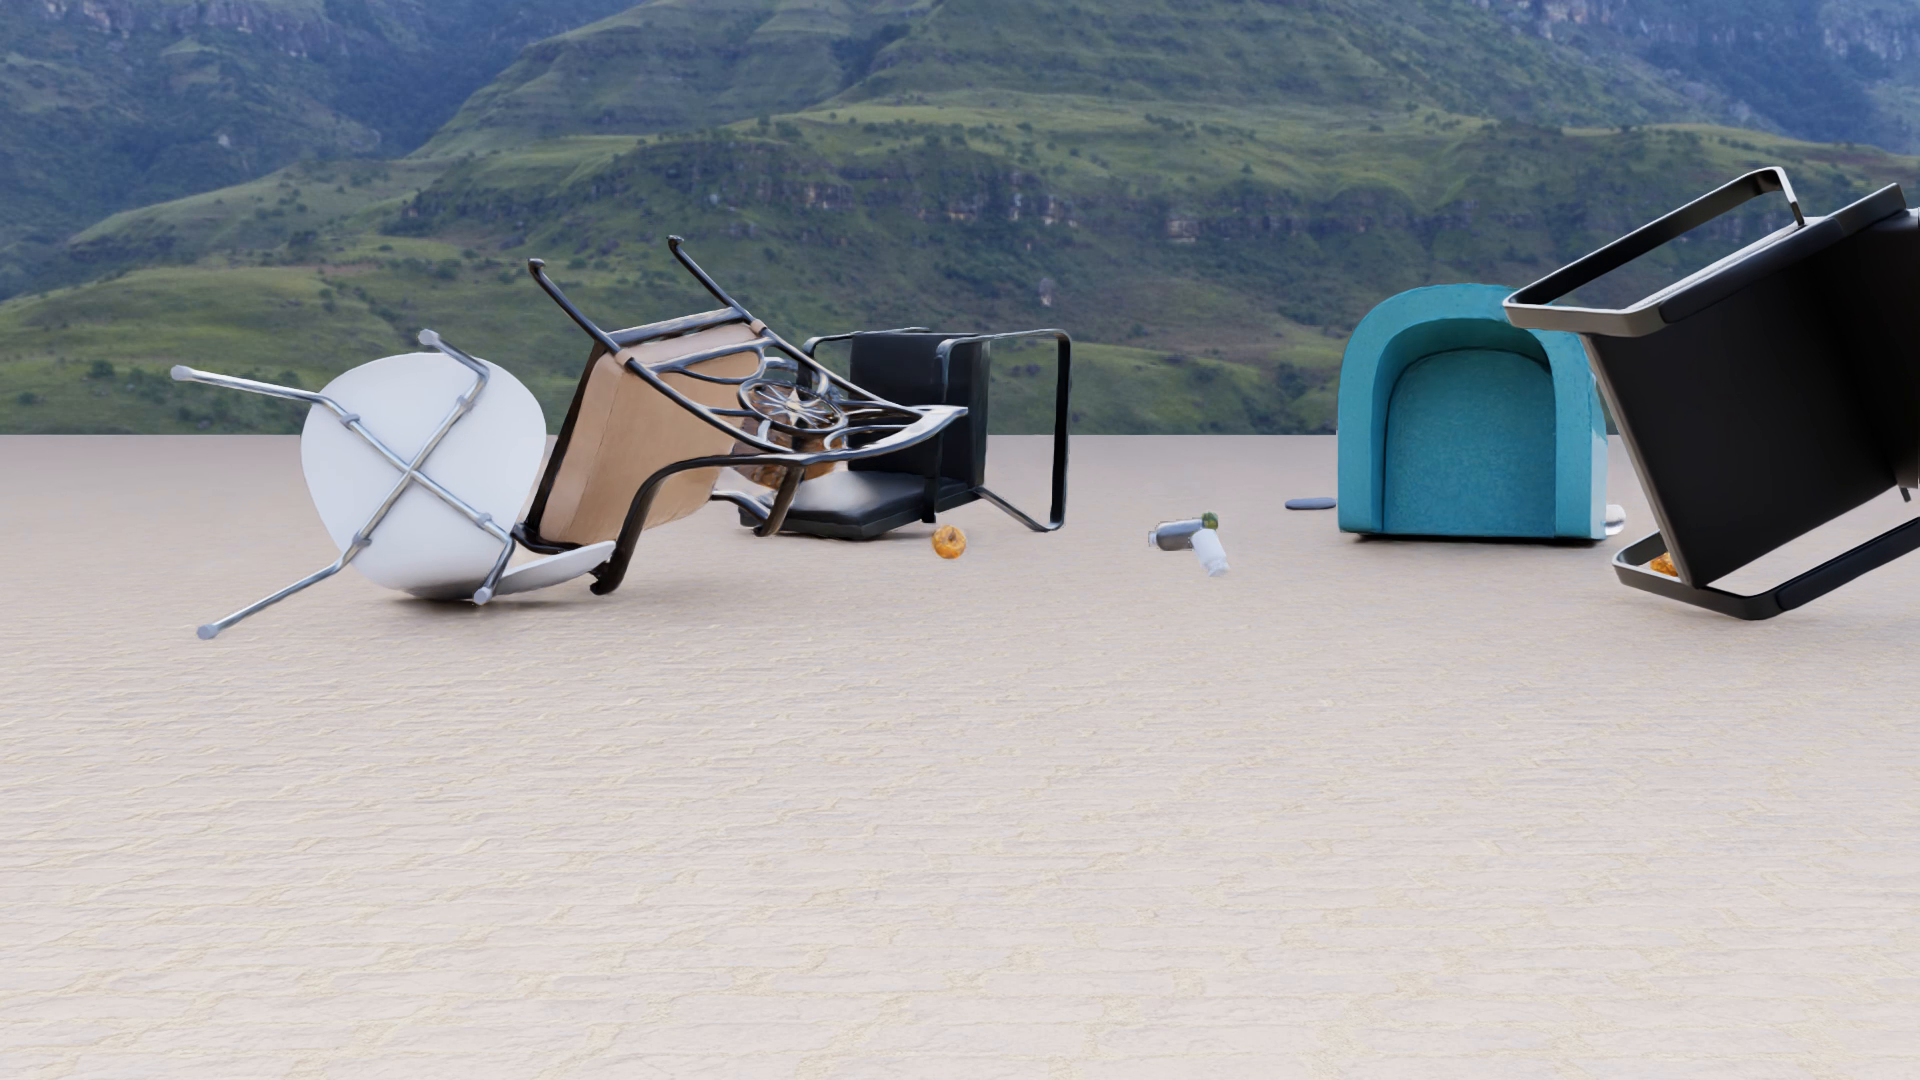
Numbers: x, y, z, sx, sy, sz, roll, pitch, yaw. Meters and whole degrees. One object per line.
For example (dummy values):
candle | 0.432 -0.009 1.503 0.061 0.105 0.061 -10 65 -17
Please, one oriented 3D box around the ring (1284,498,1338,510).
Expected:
ring | 1.317 -0.135 8.233 0.264 0.039 0.108 -4 4 -37

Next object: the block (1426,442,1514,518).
block | 1.781 -0.211 7.681 0.173 0.161 0.239 -1 37 -19

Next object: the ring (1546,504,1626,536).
ring | 1.928 -0.061 6.773 0.286 0.093 0.118 -2 3 -20
